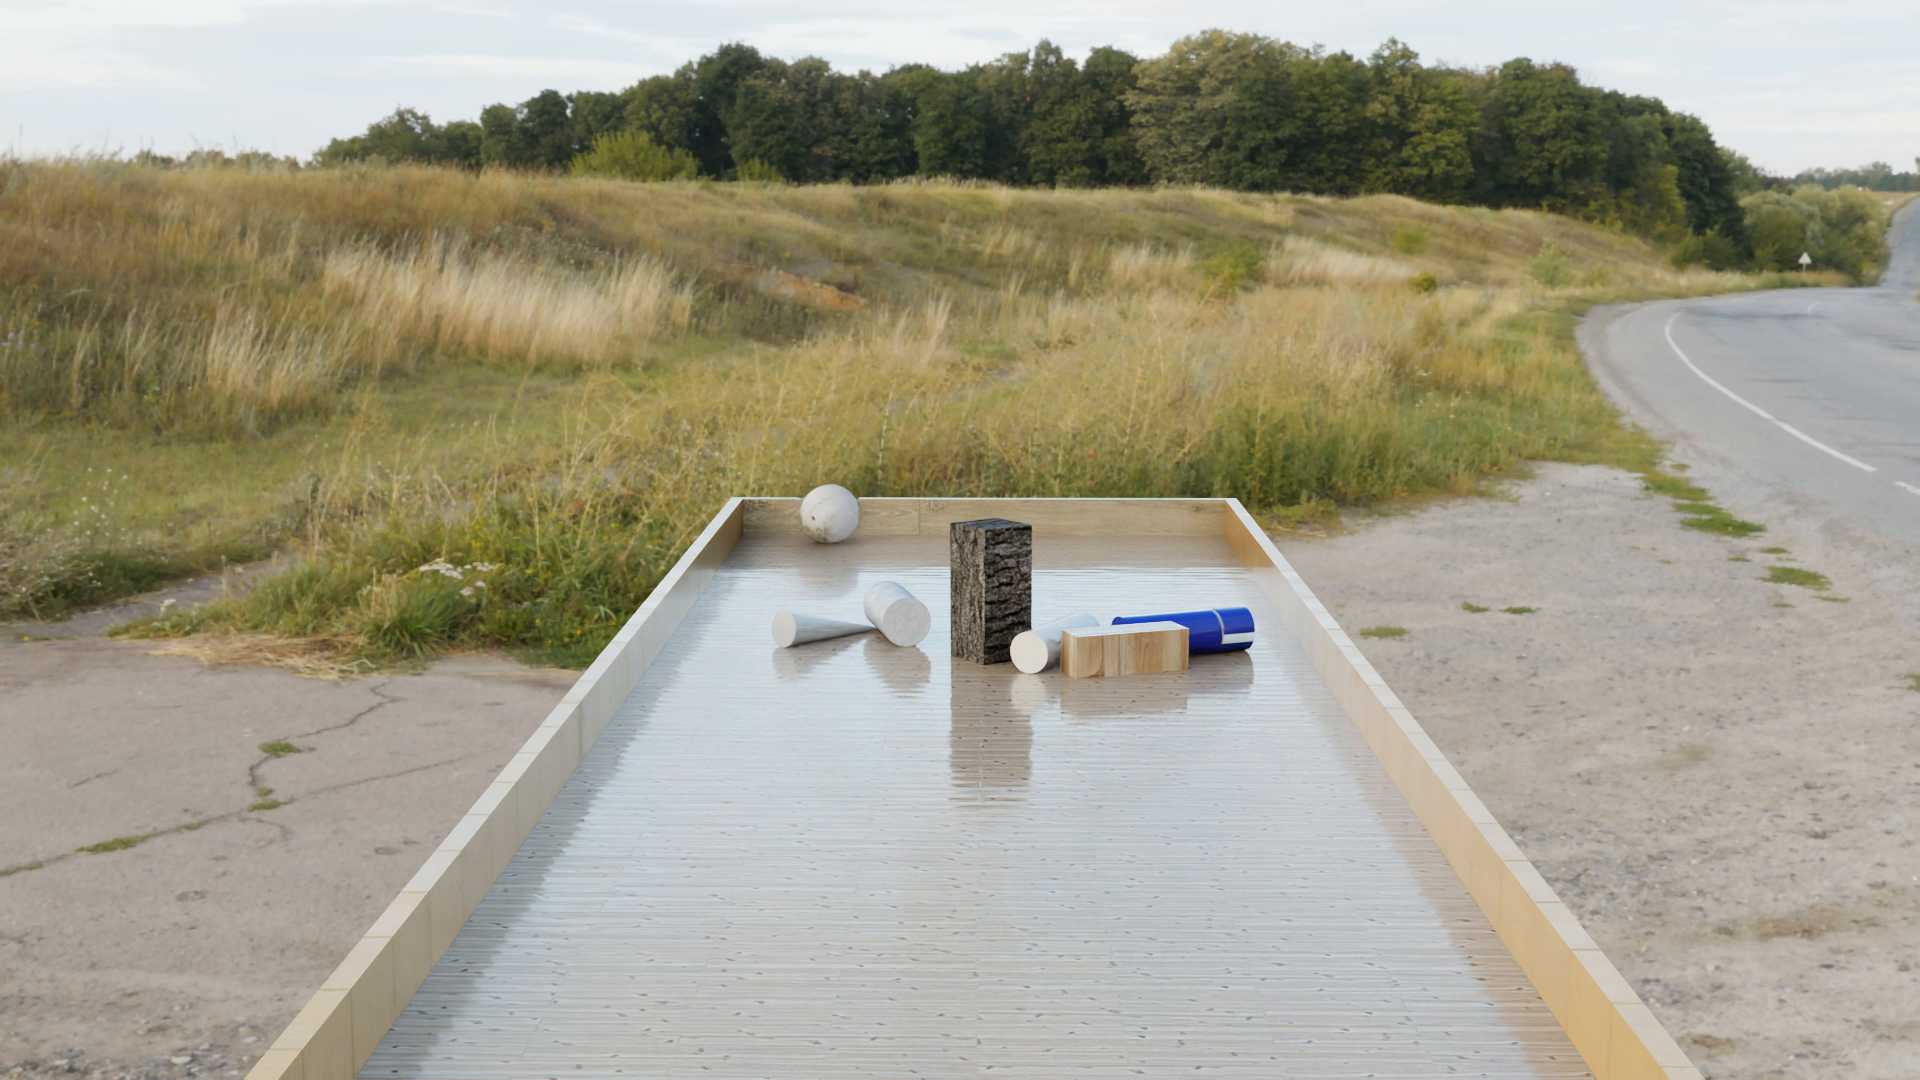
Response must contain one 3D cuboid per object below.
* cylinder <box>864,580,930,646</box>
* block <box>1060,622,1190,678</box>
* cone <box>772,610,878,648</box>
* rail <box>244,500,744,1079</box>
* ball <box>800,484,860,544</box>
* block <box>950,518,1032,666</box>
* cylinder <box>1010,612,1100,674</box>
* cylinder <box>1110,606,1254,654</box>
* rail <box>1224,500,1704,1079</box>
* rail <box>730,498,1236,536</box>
[{"bbox_3d":[-0.204,0.234,7.037,0.156,0.156,0.313,-2,9,-14],"label":"cylinder"},{"bbox_3d":[0.490,0.326,6.552,0.363,0.125,0.125,-3,10,-20],"label":"block"},{"bbox_3d":[-0.402,0.284,7.034,0.424,0.117,0.117,2,5,-45],"label":"cone"},{"bbox_3d":[-1.004,0.839,3.234,0.050,0.150,12.000,0,9,1],"label":"rail"},{"bbox_3d":[-0.526,-0.107,8.921,0.240,0.240,0.240,0,9,0],"label":"ball"},{"bbox_3d":[0.095,0.155,6.715,0.178,0.412,0.178,-6,11,-35],"label":"block"},{"bbox_3d":[0.293,0.308,6.665,0.126,0.126,0.368,5,10,29],"label":"cylinder"},{"bbox_3d":[0.685,0.287,6.769,0.431,0.135,0.135,-4,10,-22],"label":"cylinder"},{"bbox_3d":[1.046,0.843,3.208,0.050,0.150,12.000,0,9,1],"label":"rail"},{"bbox_3d":[0.099,-0.098,9.147,2.100,0.150,0.050,0,9,1],"label":"rail"}]
